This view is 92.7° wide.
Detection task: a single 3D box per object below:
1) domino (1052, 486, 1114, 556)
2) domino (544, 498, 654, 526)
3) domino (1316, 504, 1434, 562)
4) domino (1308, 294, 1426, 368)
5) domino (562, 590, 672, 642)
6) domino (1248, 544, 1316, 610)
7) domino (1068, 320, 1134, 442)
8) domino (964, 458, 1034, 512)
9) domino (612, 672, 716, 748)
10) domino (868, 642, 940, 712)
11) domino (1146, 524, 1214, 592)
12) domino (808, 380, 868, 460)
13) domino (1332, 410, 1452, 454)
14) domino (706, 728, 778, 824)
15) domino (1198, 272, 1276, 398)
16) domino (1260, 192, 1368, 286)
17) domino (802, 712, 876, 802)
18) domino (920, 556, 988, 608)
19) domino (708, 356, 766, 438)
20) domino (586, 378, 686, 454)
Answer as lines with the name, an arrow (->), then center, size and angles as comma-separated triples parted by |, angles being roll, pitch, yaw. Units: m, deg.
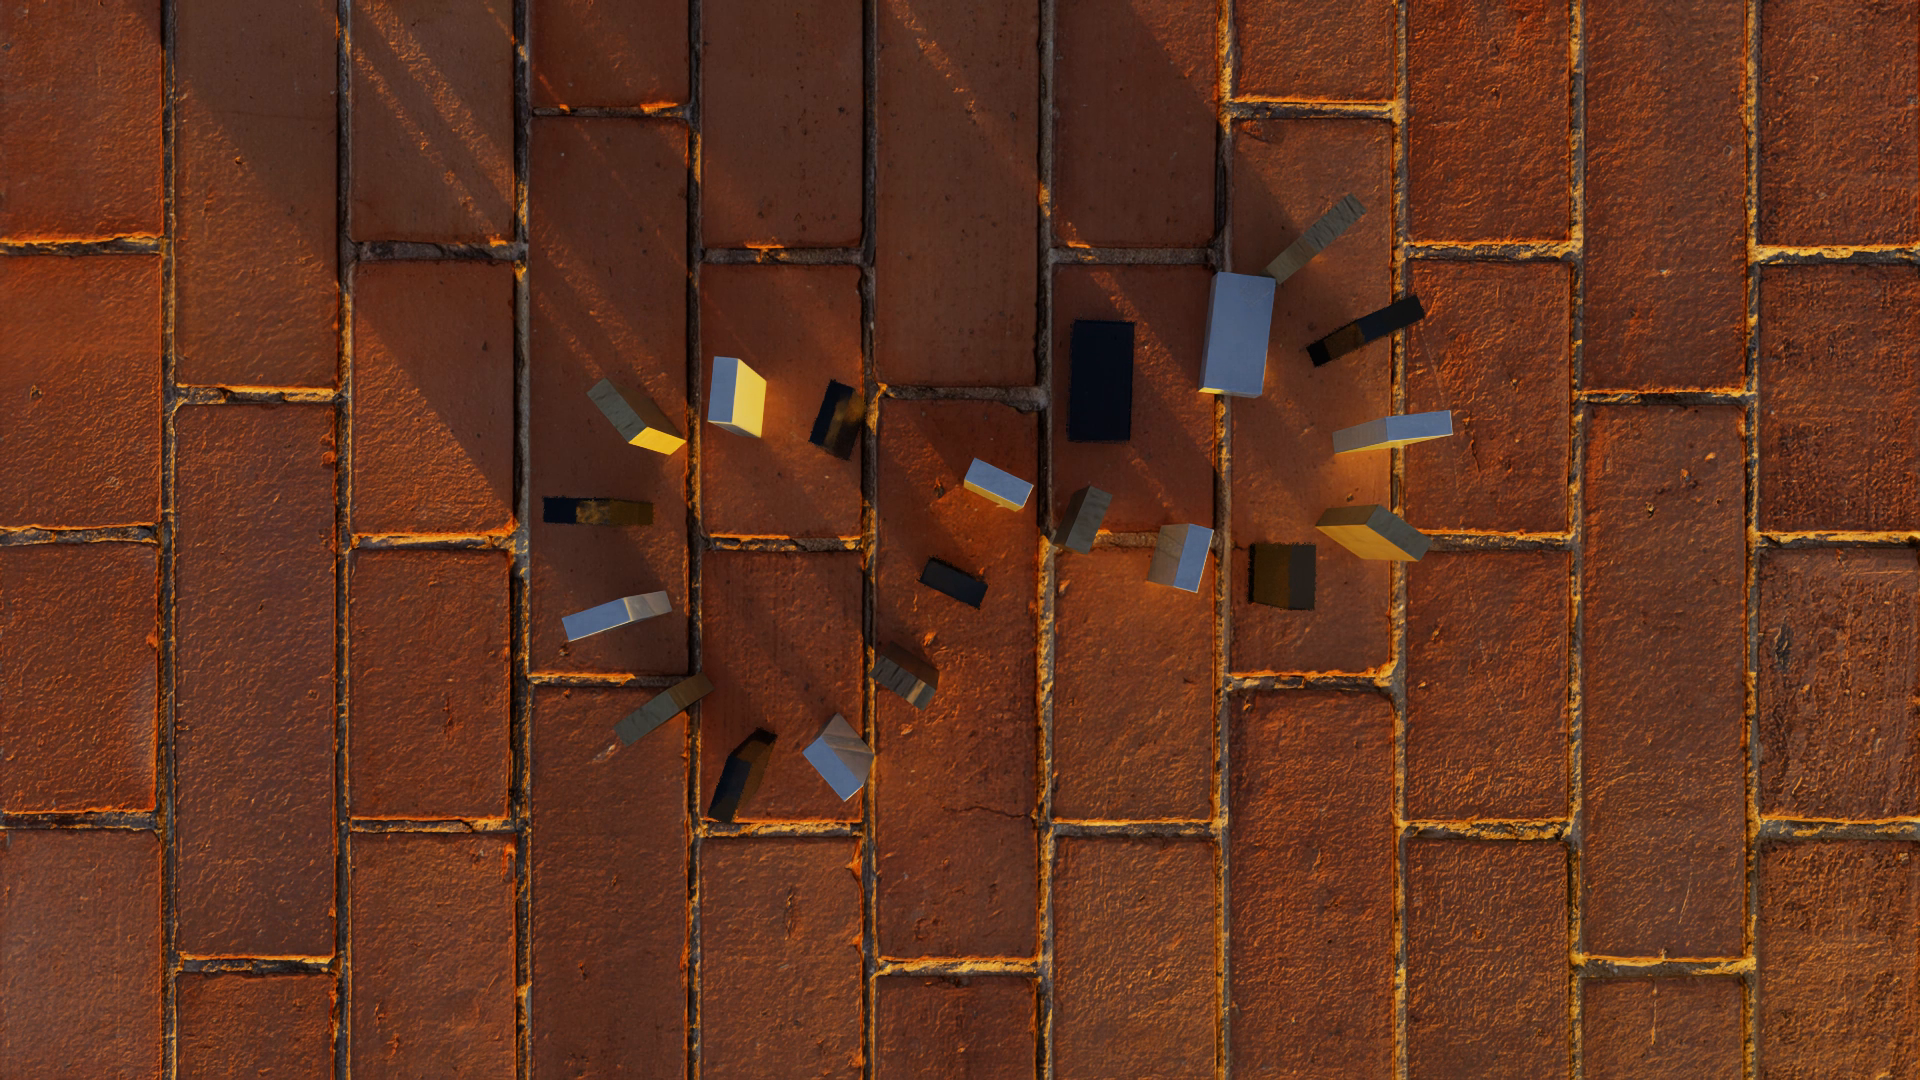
domino -> 0.049, -0.008, 0.375 | 0.010, 0.050, 0.025 | 23, 90, 0
domino -> -0.146, -0.011, 0.375 | 0.025, 0.050, 0.009 | 1, 90, 0
domino -> 0.168, -0.003, 0.375 | 0.025, 0.050, 0.009 | 34, 90, 0
domino -> 0.165, -0.085, 0.375 | 0.025, 0.050, 0.009 | -23, 90, 0
domino -> -0.139, 0.030, 0.375 | 0.025, 0.050, 0.009 | -18, 90, 0
domino -> 0.131, 0.014, 0.375 | 0.009, 0.050, 0.025 | 1, 90, 0
domino -> 0.061, -0.068, 0.395 | 0.025, 0.009, 0.050 | 2, 90, 0
domino -> 0.015, -0.022, 0.375 | 0.025, 0.050, 0.010 | 25, 90, 0
domino -> -0.120, 0.068, 0.375 | 0.025, 0.050, 0.010 | -35, 90, 0
domino -> -0.022, 0.055, 0.375 | 0.025, 0.050, 0.010 | 33, 90, 0
domino -> 0.089, 0.007, 0.375 | 0.009, 0.050, 0.025 | 15, 90, 0
domino -> -0.049, -0.048, 0.375 | 0.009, 0.050, 0.025 | 20, 90, 0
domino -> 0.175, -0.044, 0.375 | 0.025, 0.050, 0.010 | -6, 90, 0
domino -> -0.088, 0.096, 0.375 | 0.010, 0.050, 0.025 | 20, 90, 0
domino -> 0.119, -0.088, 0.395 | 0.025, 0.009, 0.050 | 7, 90, 0
domino -> 0.143, -0.121, 0.375 | 0.025, 0.050, 0.010 | -41, 90, 0
domino -> -0.049, 0.088, 0.375 | 0.009, 0.050, 0.025 | -41, 90, 0
domino -> -0.002, 0.017, 0.375 | 0.025, 0.050, 0.010 | 25, 90, 0
domino -> -0.090, -0.057, 0.375 | 0.010, 0.050, 0.025 | 6, 90, 0
domino -> -0.131, -0.050, 0.375 | 0.009, 0.050, 0.025 | -40, 90, 0
